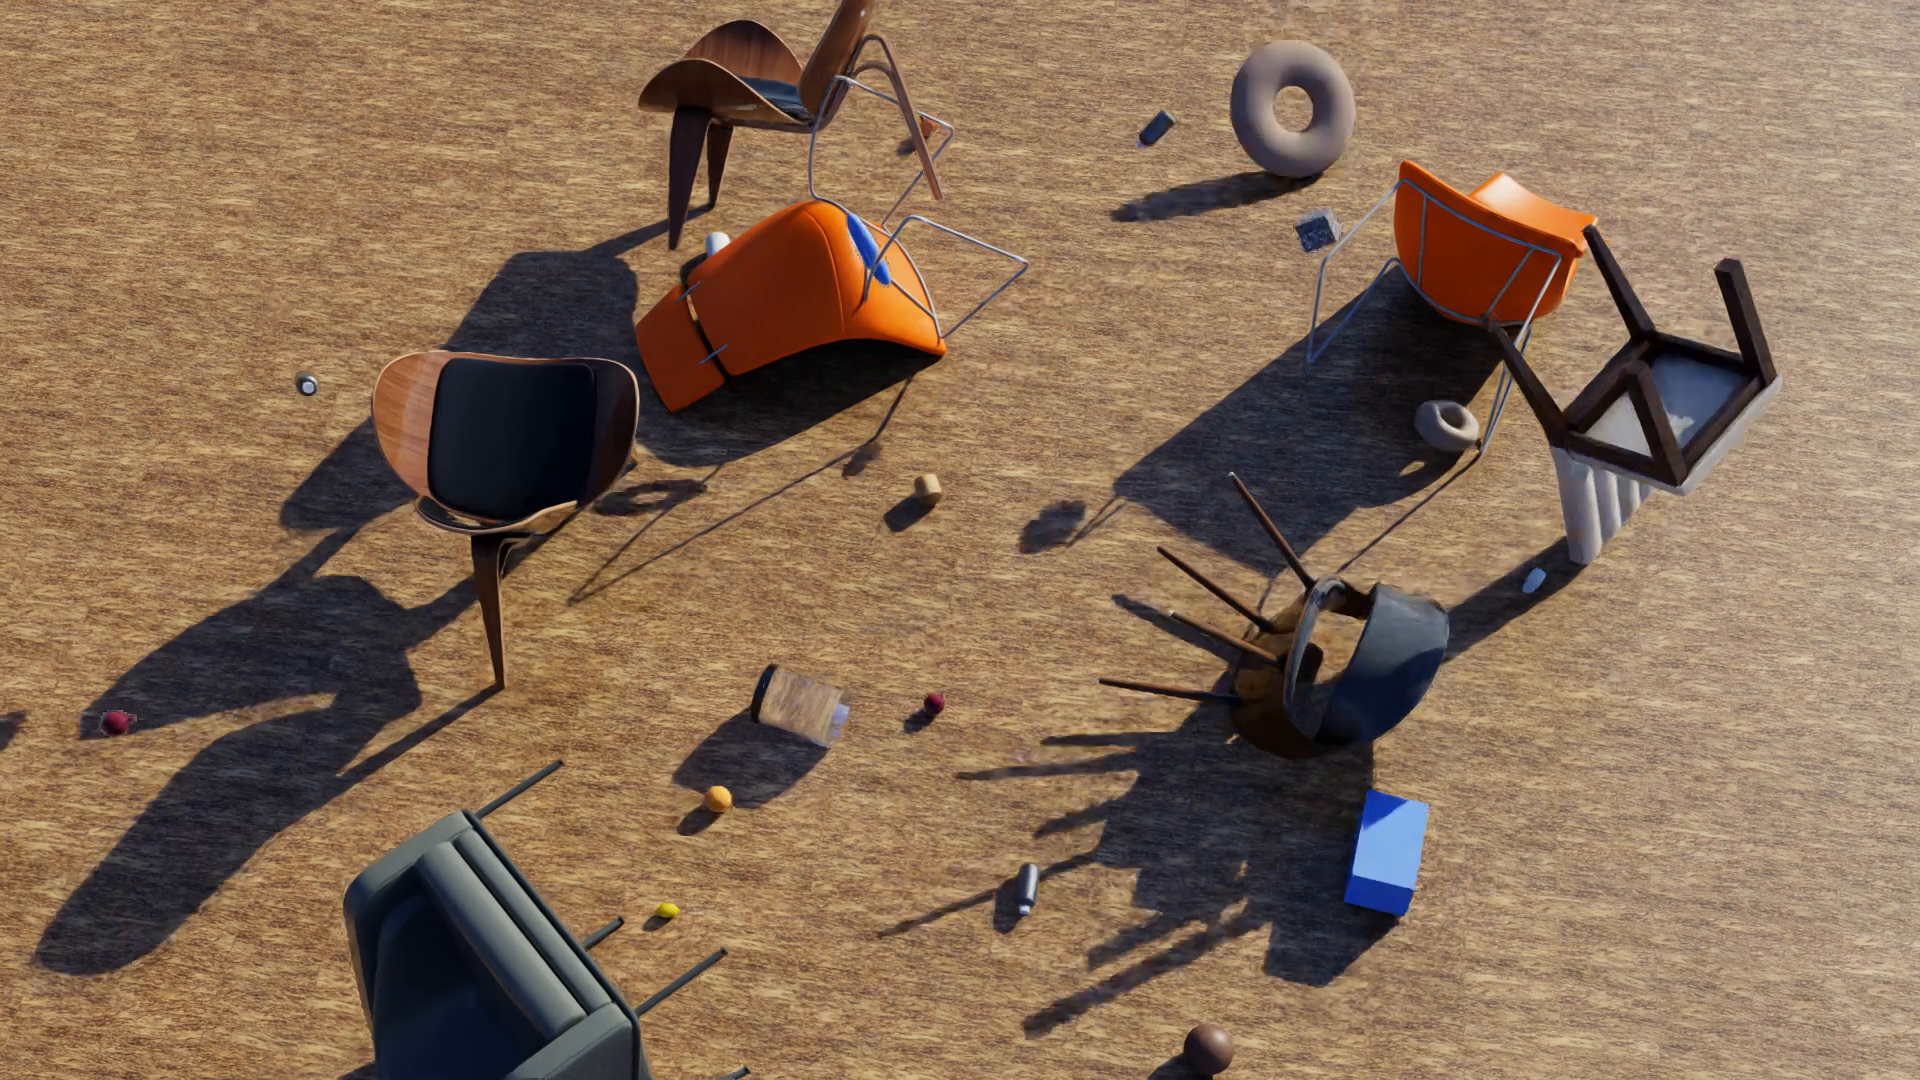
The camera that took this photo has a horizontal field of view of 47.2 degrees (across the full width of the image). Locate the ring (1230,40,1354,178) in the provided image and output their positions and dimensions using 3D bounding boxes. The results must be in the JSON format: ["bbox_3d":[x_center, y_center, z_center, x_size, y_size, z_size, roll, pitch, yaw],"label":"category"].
[{"bbox_3d":[1.109,-1.434,7.322,0.436,0.066,0.466,-44,107,-5],"label":"ring"}]

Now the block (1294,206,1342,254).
[{"bbox_3d":[1.062,-0.918,6.519,0.098,0.088,0.080,-19,18,29],"label":"block"}]

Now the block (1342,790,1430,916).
[{"bbox_3d":[1.145,0.841,5.908,0.166,0.158,0.265,13,55,9],"label":"block"}]

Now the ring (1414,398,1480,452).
[{"bbox_3d":[1.484,-0.350,6.707,0.242,0.087,0.170,7,54,-35],"label":"ring"}]

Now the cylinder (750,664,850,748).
[{"bbox_3d":[-0.445,0.464,6.156,0.230,0.178,0.169,18,40,12],"label":"cylinder"}]

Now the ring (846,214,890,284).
[{"bbox_3d":[-0.274,-0.870,6.591,0.039,0.086,0.242,-33,104,-19],"label":"ring"}]
